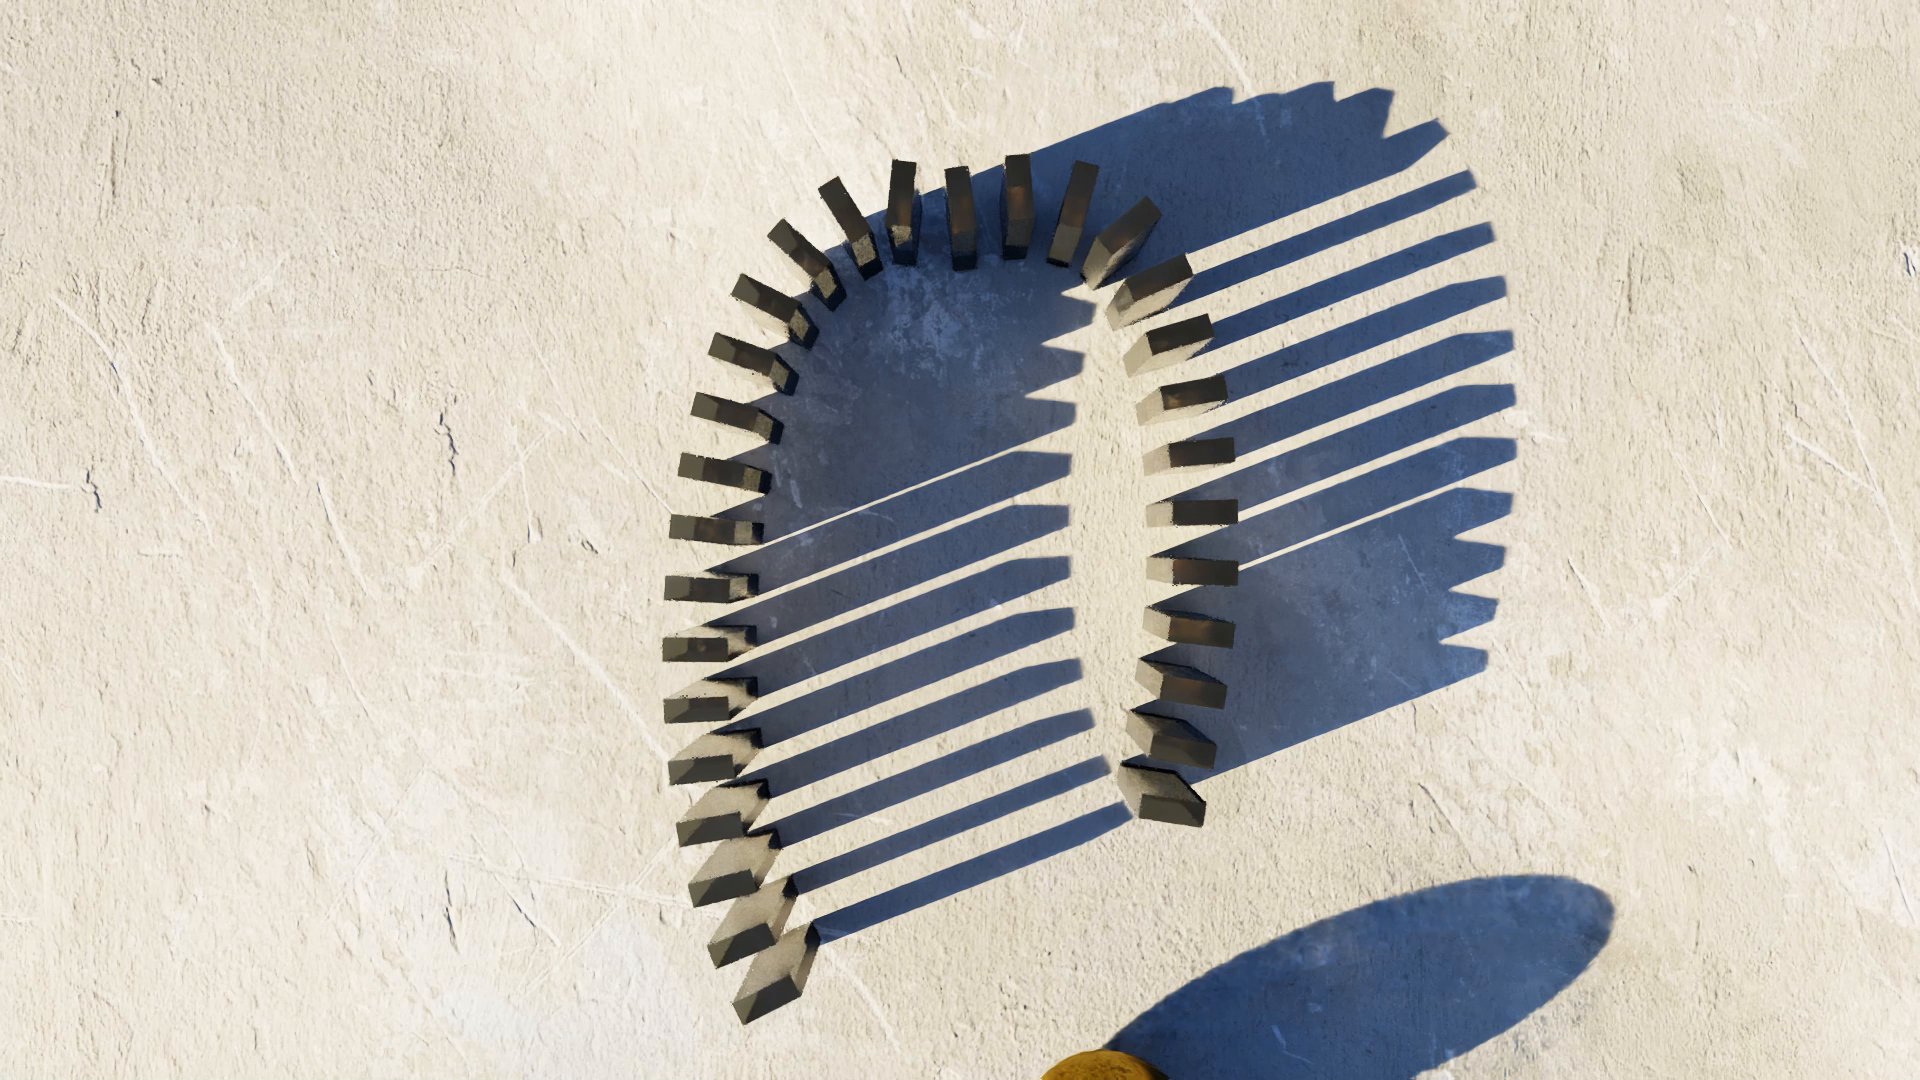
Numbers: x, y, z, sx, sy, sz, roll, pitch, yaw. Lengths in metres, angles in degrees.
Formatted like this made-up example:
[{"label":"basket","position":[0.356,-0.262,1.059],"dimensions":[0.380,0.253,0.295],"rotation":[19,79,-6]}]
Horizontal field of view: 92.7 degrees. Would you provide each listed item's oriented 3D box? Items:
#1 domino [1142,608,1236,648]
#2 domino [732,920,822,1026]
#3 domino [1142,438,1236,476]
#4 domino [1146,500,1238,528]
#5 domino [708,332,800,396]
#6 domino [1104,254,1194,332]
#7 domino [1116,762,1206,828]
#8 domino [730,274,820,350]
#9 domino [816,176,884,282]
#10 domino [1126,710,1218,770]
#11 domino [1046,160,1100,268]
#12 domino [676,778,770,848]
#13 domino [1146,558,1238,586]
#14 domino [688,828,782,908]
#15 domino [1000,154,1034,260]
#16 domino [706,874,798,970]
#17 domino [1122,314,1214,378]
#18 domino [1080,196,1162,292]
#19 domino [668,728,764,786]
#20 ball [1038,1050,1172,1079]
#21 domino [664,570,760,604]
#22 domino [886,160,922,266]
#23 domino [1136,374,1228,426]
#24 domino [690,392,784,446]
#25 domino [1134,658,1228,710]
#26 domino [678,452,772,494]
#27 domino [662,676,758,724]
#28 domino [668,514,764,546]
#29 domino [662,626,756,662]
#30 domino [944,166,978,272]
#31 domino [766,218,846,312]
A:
[{"label":"domino","position":[0.092,0.035,0.375],"dimensions":[0.025,0.050,0.009],"rotation":[6,90,0]},{"label":"domino","position":[-0.074,0.176,0.375],"dimensions":[0.025,0.050,0.010],"rotation":[-27,90,0]},{"label":"domino","position":[0.092,-0.033,0.375],"dimensions":[0.025,0.050,0.010],"rotation":[-5,90,0]},{"label":"domino","position":[0.094,-0.010,0.375],"dimensions":[0.025,0.050,0.009],"rotation":[-2,90,0]},{"label":"domino","position":[-0.083,-0.071,0.375],"dimensions":[0.025,0.050,0.009],"rotation":[19,90,0]},{"label":"domino","position":[0.076,-0.100,0.375],"dimensions":[0.025,0.050,0.010],"rotation":[-24,90,0]},{"label":"domino","position":[0.081,0.104,0.375],"dimensions":[0.025,0.050,0.009],"rotation":[9,90,0]},{"label":"domino","position":[-0.074,-0.092,0.375],"dimensions":[0.025,0.050,0.009],"rotation":[27,90,0]},{"label":"domino","position":[-0.044,-0.126,0.375],"dimensions":[0.010,0.050,0.025],"rotation":[-32,90,0]},{"label":"domino","position":[0.085,0.081,0.375],"dimensions":[0.025,0.050,0.010],"rotation":[10,90,0]},{"label":"domino","position":[0.046,-0.132,0.375],"dimensions":[0.010,0.050,0.025],"rotation":[15,90,0]},{"label":"domino","position":[-0.096,0.111,0.375],"dimensions":[0.025,0.050,0.009],"rotation":[-10,90,0]},{"label":"domino","position":[0.094,0.013,0.375],"dimensions":[0.025,0.050,0.010],"rotation":[1,90,0]},{"label":"domino","position":[-0.091,0.133,0.375],"dimensions":[0.025,0.050,0.009],"rotation":[-14,90,0]},{"label":"domino","position":[0.023,-0.135,0.375],"dimensions":[0.010,0.050,0.025],"rotation":[-4,90,0]},{"label":"domino","position":[-0.084,0.155,0.375],"dimensions":[0.025,0.050,0.009],"rotation":[-23,90,0]},{"label":"domino","position":[0.084,-0.079,0.375],"dimensions":[0.025,0.050,0.009],"rotation":[-17,90,0]},{"label":"domino","position":[0.065,-0.120,0.375],"dimensions":[0.025,0.050,0.009],"rotation":[-39,90,0]},{"label":"domino","position":[-0.099,0.088,0.375],"dimensions":[0.025,0.050,0.010],"rotation":[-6,90,0]},{"label":"ball","position":[0.059,0.246,0.360],"dimensions":[0.080,0.080,0.080],"rotation":[0,90,0]},{"label":"domino","position":[-0.100,0.019,0.375],"dimensions":[0.025,0.050,0.010],"rotation":[3,90,0]},{"label":"domino","position":[-0.022,-0.132,0.375],"dimensions":[0.010,0.050,0.025],"rotation":[6,90,0]},{"label":"domino","position":[0.089,-0.056,0.375],"dimensions":[0.025,0.050,0.010],"rotation":[-10,90,0]},{"label":"domino","position":[-0.090,-0.049,0.375],"dimensions":[0.025,0.050,0.009],"rotation":[15,90,0]},{"label":"domino","position":[0.089,0.058,0.375],"dimensions":[0.025,0.050,0.010],"rotation":[9,90,0]},{"label":"domino","position":[-0.095,-0.027,0.375],"dimensions":[0.025,0.050,0.010],"rotation":[11,90,0]},{"label":"domino","position":[-0.101,0.065,0.375],"dimensions":[0.025,0.050,0.009],"rotation":[-3,90,0]},{"label":"domino","position":[-0.098,-0.004,0.375],"dimensions":[0.025,0.050,0.009],"rotation":[7,90,0]},{"label":"domino","position":[-0.101,0.042,0.375],"dimensions":[0.025,0.050,0.010],"rotation":[0,90,0]},{"label":"domino","position":[0.000,-0.130,0.375],"dimensions":[0.009,0.050,0.025],"rotation":[-8,90,0]},{"label":"domino","position":[-0.062,-0.111,0.375],"dimensions":[0.025,0.050,0.010],"rotation":[42,90,0]}]
